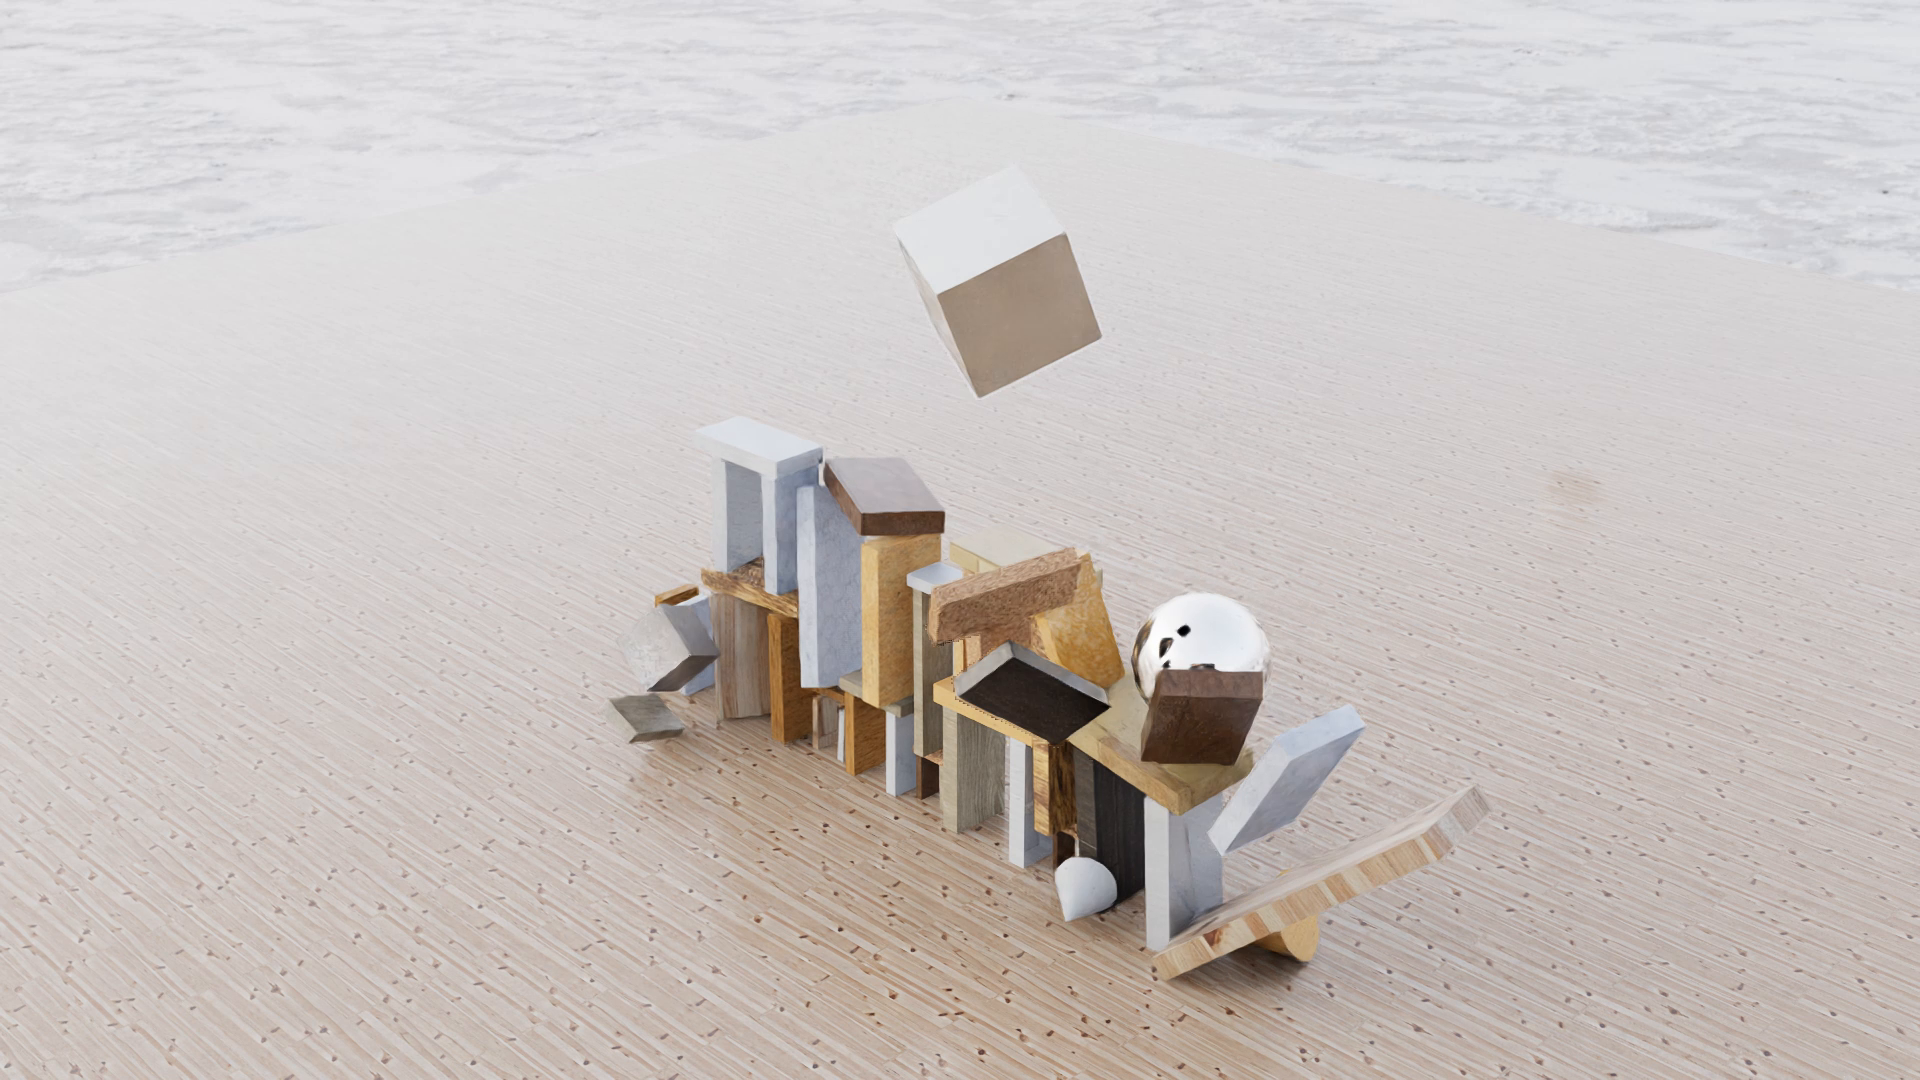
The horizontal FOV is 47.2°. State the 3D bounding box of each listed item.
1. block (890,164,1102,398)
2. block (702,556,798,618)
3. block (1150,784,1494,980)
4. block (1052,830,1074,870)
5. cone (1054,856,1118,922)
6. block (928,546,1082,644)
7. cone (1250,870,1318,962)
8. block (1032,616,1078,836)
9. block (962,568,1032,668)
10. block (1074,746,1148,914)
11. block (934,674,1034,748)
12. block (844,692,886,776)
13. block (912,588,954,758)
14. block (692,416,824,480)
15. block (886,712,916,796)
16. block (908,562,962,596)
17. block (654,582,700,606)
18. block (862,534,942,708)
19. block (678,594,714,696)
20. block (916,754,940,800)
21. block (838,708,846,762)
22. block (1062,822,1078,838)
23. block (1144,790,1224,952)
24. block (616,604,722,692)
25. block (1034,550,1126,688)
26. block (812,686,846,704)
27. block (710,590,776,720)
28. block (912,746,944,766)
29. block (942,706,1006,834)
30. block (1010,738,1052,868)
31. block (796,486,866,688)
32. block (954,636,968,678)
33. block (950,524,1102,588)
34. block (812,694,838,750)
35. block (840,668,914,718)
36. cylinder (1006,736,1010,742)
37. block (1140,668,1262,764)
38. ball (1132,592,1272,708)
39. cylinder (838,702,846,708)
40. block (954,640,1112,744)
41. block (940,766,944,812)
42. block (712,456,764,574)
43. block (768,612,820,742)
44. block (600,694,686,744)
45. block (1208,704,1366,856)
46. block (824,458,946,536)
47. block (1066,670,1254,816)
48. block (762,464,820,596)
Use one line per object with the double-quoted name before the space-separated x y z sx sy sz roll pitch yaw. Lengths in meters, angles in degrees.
"block" 0.057 -0.404 3.430 0.216 0.216 0.216 -26 43 -3
"block" -0.408 0.094 4.756 0.283 0.040 0.141 17 26 36
"block" 0.591 0.585 3.696 0.162 0.046 0.724 -32 -5 -41
"block" 0.200 0.588 4.254 0.046 0.093 0.013 -21 29 -39
"cone" 0.213 0.666 4.032 0.122 0.122 0.122 8 28 19
"block" 0.074 0.093 3.671 0.252 0.126 0.036 -16 60 -16
"cone" 0.540 0.700 4.014 0.166 0.166 0.166 -18 12 31
"block" 0.199 0.315 4.128 0.138 0.482 0.039 -21 29 -38
"block" 0.073 0.169 4.209 0.138 0.275 0.039 -21 27 -41
"block" 0.298 0.508 4.096 0.175 0.349 0.049 -25 33 -35
"block" 0.093 0.318 4.262 0.274 0.039 0.137 21 31 41
"block" -0.196 0.391 4.600 0.026 0.186 0.093 21 30 41
"block" -0.053 0.254 4.393 0.024 0.367 0.086 21 31 41
"block" -0.428 -0.198 4.655 0.265 0.037 0.132 21 31 40
"block" -0.108 0.425 4.519 0.093 0.186 0.026 -20 30 -41
"block" -0.012 0.089 4.279 0.172 0.024 0.086 21 31 41
"block" -0.639 0.210 5.002 0.029 0.206 0.103 21 31 41
"block" -0.117 0.151 4.420 0.171 0.343 0.049 -20 30 -40
"block" -0.596 0.235 4.926 0.103 0.206 0.029 -25 29 -31
"block" -0.066 0.477 4.506 0.015 0.103 0.051 21 31 41
"block" -0.229 0.406 4.650 0.059 0.119 0.017 -19 34 -40
"block" 0.219 0.548 4.213 0.046 0.013 0.093 -21 29 -39
"block" 0.404 0.562 3.954 0.049 0.349 0.175 21 40 33
"block" -0.626 0.232 4.722 0.132 0.132 0.132 56 17 16
"block" 0.208 0.158 3.960 0.126 0.252 0.036 -28 22 -27
"block" -0.248 0.326 4.646 0.119 0.017 0.059 19 13 37
"block" -0.467 0.244 4.817 0.141 0.283 0.040 -5 13 -15
"block" -0.042 0.432 4.461 0.103 0.015 0.051 21 31 41
"block" 0.029 0.436 4.383 0.039 0.274 0.137 21 31 41
"block" 0.158 0.487 4.264 0.039 0.274 0.137 21 31 41
"block" -0.268 0.096 4.648 0.049 0.420 0.171 -1 1 36
"block" 0.028 0.196 4.280 0.024 0.172 0.086 21 31 41
"block" 0.121 0.046 4.093 0.138 0.039 0.275 -18 29 -35
"block" -0.287 0.384 4.703 0.059 0.119 0.017 -21 32 -41
"block" -0.151 0.309 4.520 0.093 0.026 0.186 -20 30 -41
"cylinder" 0.166 0.357 4.718 0.158 0.158 0.158 -1 23 -3
"block" 0.397 0.297 3.653 0.162 0.325 0.046 2 65 -1
"ball" 0.422 0.212 3.850 0.244 0.244 0.244 0 23 0
"cylinder" -0.285 0.299 4.902 0.121 0.121 0.121 3 23 8
"block" 0.123 0.257 3.679 0.252 0.126 0.036 29 34 -40
"block" -0.018 0.496 4.461 0.015 0.103 0.051 21 31 41
"block" -0.478 -0.074 4.753 0.037 0.265 0.132 17 29 29
"block" -0.342 0.281 4.727 0.141 0.283 0.040 -18 25 -42
"block" -0.673 0.378 4.671 0.103 0.029 0.206 46 15 17
"block" 0.543 0.403 3.678 0.162 0.325 0.046 -20 62 -29
"block" -0.158 -0.091 4.488 0.171 0.049 0.343 -2 21 -16
"block" 0.337 0.354 3.917 0.175 0.049 0.349 -26 36 -28
"block" -0.355 -0.027 4.646 0.037 0.265 0.132 17 27 37
